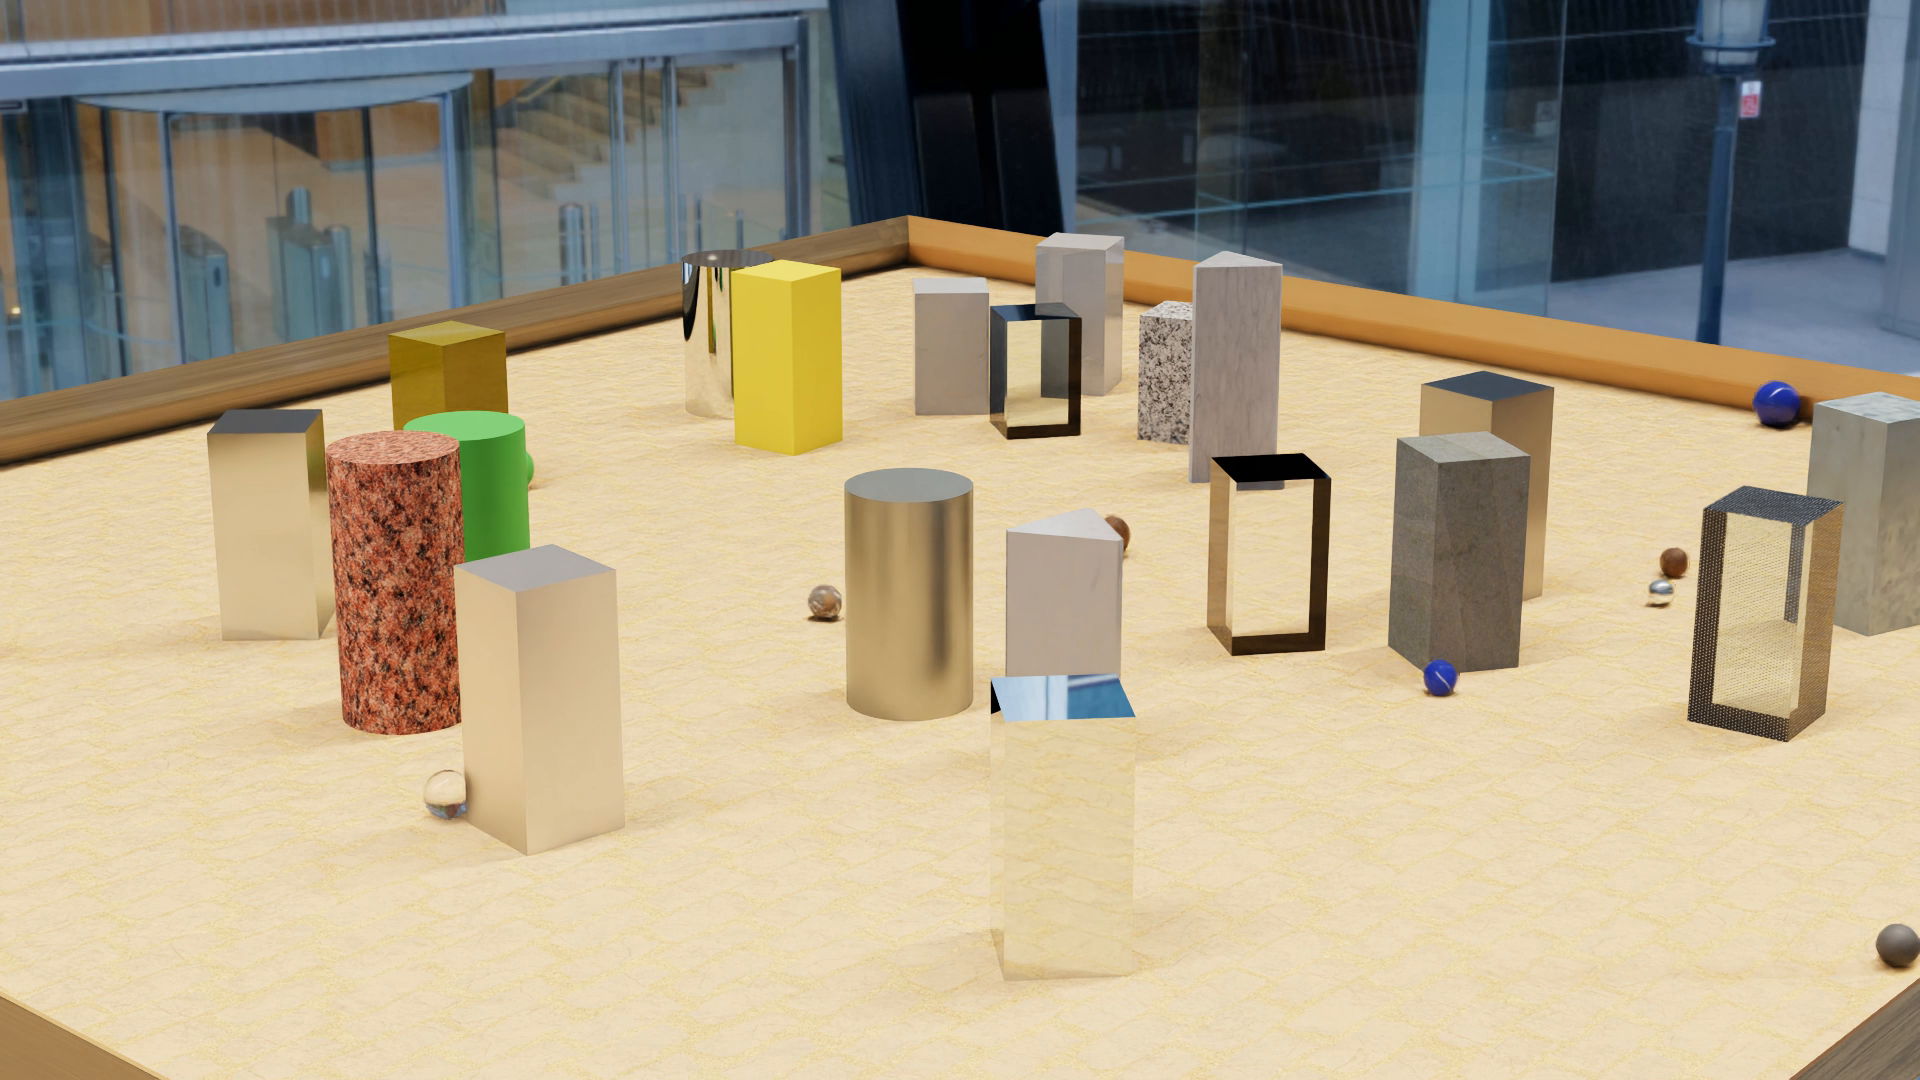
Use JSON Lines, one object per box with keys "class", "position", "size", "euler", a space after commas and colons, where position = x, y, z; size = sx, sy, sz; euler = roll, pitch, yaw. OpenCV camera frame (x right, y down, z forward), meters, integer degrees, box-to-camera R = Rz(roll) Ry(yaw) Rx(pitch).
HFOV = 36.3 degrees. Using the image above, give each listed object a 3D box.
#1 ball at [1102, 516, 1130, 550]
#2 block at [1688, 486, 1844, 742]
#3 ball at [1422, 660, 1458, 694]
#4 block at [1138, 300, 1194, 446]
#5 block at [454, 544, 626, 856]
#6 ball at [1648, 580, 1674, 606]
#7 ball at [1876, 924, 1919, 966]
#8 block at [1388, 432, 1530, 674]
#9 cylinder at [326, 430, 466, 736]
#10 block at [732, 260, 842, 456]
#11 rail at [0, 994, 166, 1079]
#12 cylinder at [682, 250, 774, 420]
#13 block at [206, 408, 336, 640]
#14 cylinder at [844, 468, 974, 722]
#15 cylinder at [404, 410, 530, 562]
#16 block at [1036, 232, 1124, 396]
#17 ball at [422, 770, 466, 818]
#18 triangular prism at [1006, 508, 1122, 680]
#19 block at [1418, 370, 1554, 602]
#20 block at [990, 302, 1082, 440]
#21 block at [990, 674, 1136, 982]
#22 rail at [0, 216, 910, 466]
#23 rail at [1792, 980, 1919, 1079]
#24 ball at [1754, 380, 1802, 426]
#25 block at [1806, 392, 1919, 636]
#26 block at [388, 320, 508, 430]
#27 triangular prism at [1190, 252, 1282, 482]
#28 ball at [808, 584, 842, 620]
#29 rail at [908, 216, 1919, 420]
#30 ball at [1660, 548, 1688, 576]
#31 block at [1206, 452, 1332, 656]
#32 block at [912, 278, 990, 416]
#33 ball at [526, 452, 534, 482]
{"class": "ball", "position": [0.278, -0.009, 5.365], "size": [0.070, 0.070, 0.070], "euler": [0, 17, 0]}
{"class": "block", "position": [1.235, 0.111, 4.496], "size": [0.160, 0.342, 0.160], "euler": [12, 20, 34]}
{"class": "ball", "position": [0.760, 0.217, 4.641], "size": [0.055, 0.055, 0.055], "euler": [0, 17, 0]}
{"class": "block", "position": [0.478, -0.350, 6.158], "size": [0.160, 0.266, 0.160], "euler": [7, 18, 22]}
{"class": "block", "position": [-0.583, 0.219, 4.070], "size": [0.160, 0.380, 0.160], "euler": [-14, 21, -38]}
{"class": "ball", "position": [1.213, 0.091, 5.074], "size": [0.047, 0.047, 0.047], "euler": [0, 17, 0]}
{"class": "ball", "position": [1.177, 0.508, 3.678], "size": [0.053, 0.053, 0.053], "euler": [0, 17, 0]}
{"class": "block", "position": [0.810, 0.020, 4.770], "size": [0.160, 0.356, 0.160], "euler": [-5, 17, -15]}
{"class": "cylinder", "position": [-0.859, 0.064, 4.503], "size": [0.200, 0.428, 0.200], "euler": [0, 17, 0]}
{"class": "block", "position": [-0.358, -0.380, 6.084], "size": [0.160, 0.365, 0.160], "euler": [12, 21, 35]}
{"class": "rail", "position": [-1.378, 0.490, 3.600], "size": [4.065, 0.130, 0.045], "euler": [14, 22, 39]}
{"class": "cylinder", "position": [-0.501, -0.448, 6.370], "size": [0.200, 0.332, 0.200], "euler": [0, 17, 0]}
{"class": "block", "position": [-1.154, -0.026, 4.924], "size": [0.160, 0.358, 0.160], "euler": [0, 17, -2]}
{"class": "cylinder", "position": [-0.079, 0.083, 4.572], "size": [0.200, 0.351, 0.200], "euler": [0, 17, 0]}
{"class": "cylinder", "position": [-0.826, -0.025, 4.939], "size": [0.200, 0.346, 0.200], "euler": [0, 17, 0]}
{"class": "block", "position": [0.267, -0.506, 6.562], "size": [0.160, 0.331, 0.160], "euler": [5, 18, 17]}
{"class": "ball", "position": [-0.724, 0.359, 4.143], "size": [0.069, 0.069, 0.069], "euler": [0, 17, 0]}
{"class": "triangular prism", "position": [0.172, 0.141, 4.378], "size": [0.173, 0.352, 0.150], "euler": [5, 17, 16]}
{"class": "block", "position": [0.906, -0.085, 5.088], "size": [0.160, 0.376, 0.160], "euler": [-13, 21, -37]}
{"class": "block", "position": [0.159, -0.359, 6.209], "size": [0.160, 0.253, 0.160], "euler": [-4, 17, -12]}
{"class": "block", "position": [0.126, 0.358, 3.672], "size": [0.160, 0.343, 0.160], "euler": [-2, 17, -5]}
{"class": "rail", "position": [-1.517, -0.347, 6.381], "size": [0.045, 0.130, 4.252], "euler": [14, 22, 39]}
{"class": "rail", "position": [1.517, 0.412, 3.859], "size": [0.045, 0.130, 4.252], "euler": [14, 22, 39]}
{"class": "ball", "position": [1.744, -0.291, 6.253], "size": [0.097, 0.097, 0.097], "euler": [0, 17, 0]}
{"class": "block", "position": [1.549, -0.046, 4.969], "size": [0.160, 0.369, 0.160], "euler": [-10, 19, -30]}
{"class": "block", "position": [-1.005, -0.259, 5.787], "size": [0.160, 0.306, 0.160], "euler": [14, 21, 38]}
{"class": "triangular prism", "position": [0.536, -0.347, 5.850], "size": [0.173, 0.437, 0.150], "euler": [-2, 17, -5]}
{"class": "ball", "position": [-0.230, 0.106, 5.003], "size": [0.059, 0.059, 0.059], "euler": [0, 17, 0]}
{"class": "rail", "position": [1.378, -0.425, 6.640], "size": [4.065, 0.130, 0.045], "euler": [14, 22, 39]}
{"class": "ball", "position": [1.275, 0.039, 5.237], "size": [0.051, 0.051, 0.051], "euler": [0, 17, 0]}
{"class": "block", "position": [0.511, 0.023, 4.868], "size": [0.160, 0.296, 0.160], "euler": [-3, 17, -10]}
{"class": "block", "position": [-0.021, -0.423, 6.393], "size": [0.160, 0.270, 0.160], "euler": [-1, 17, -2]}
{"class": "ball", "position": [-0.880, -0.141, 5.784], "size": [0.081, 0.081, 0.081], "euler": [0, 17, 0]}
